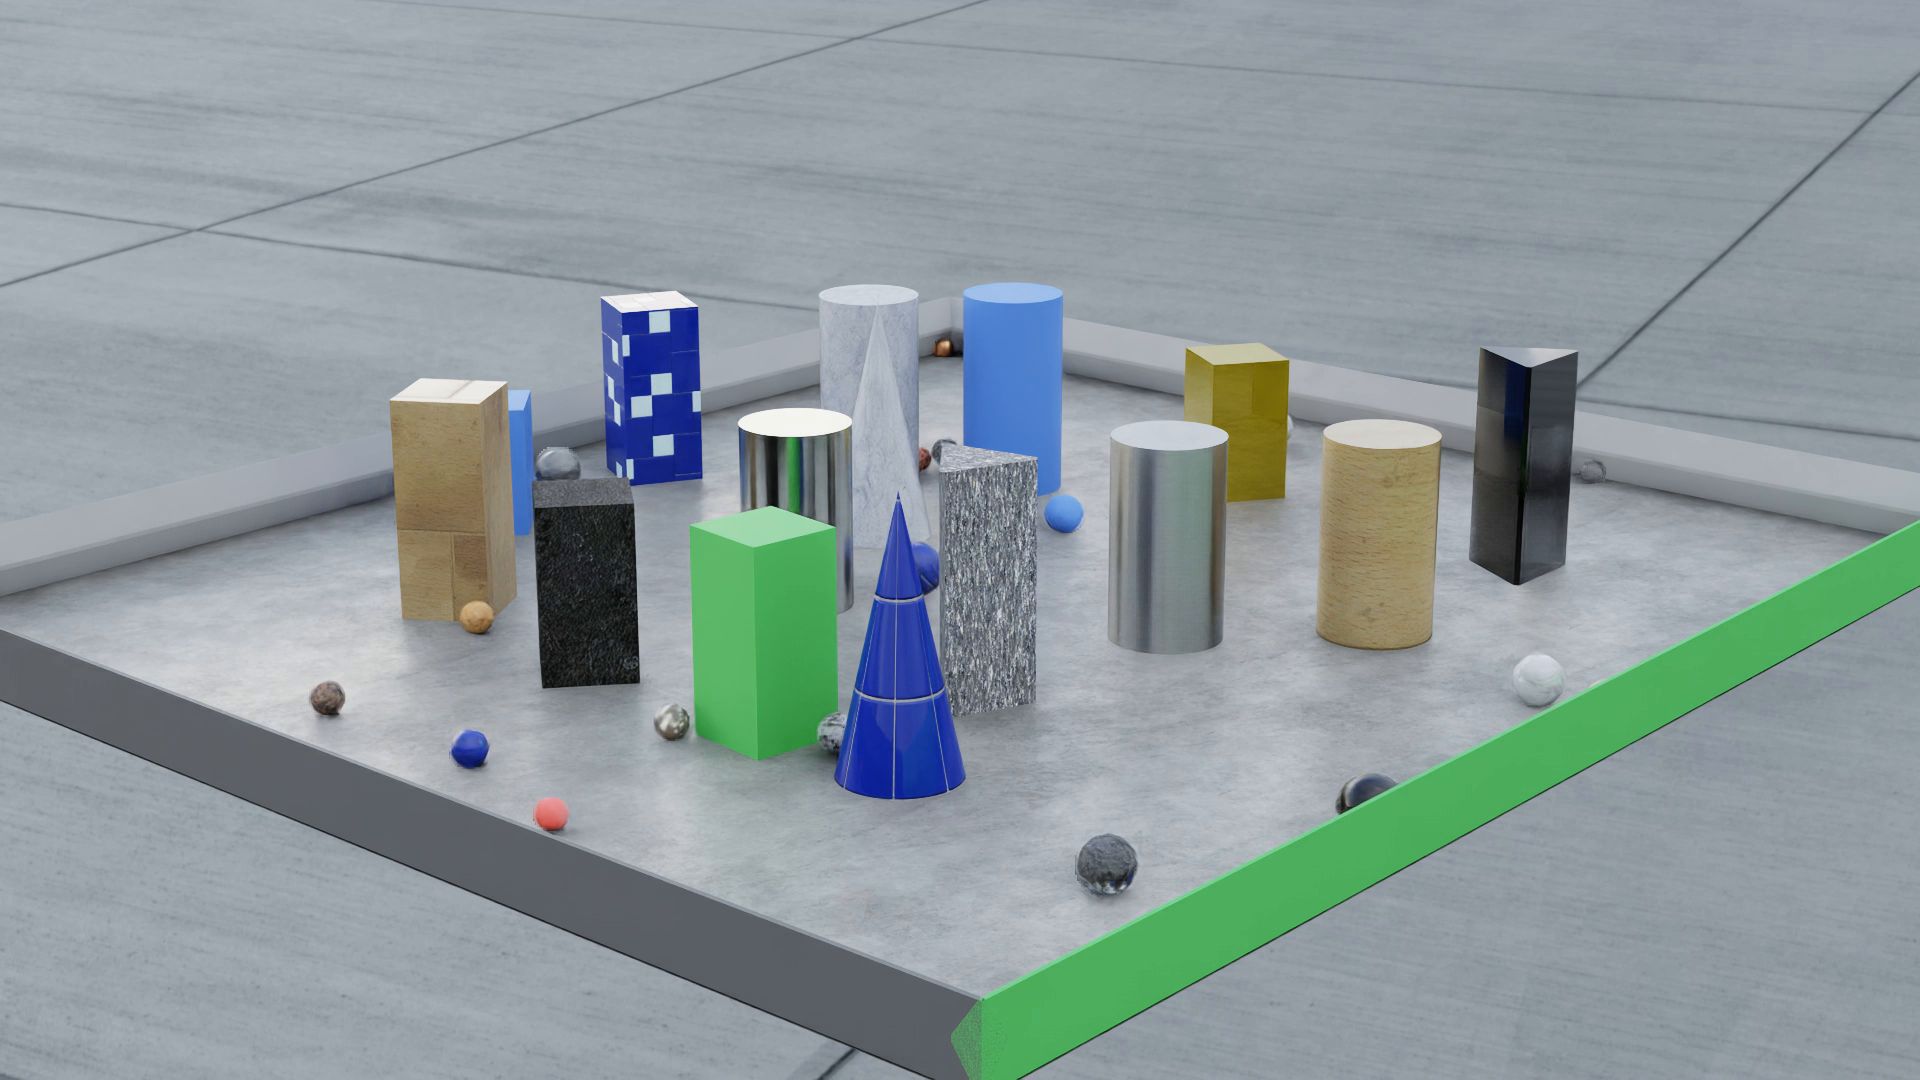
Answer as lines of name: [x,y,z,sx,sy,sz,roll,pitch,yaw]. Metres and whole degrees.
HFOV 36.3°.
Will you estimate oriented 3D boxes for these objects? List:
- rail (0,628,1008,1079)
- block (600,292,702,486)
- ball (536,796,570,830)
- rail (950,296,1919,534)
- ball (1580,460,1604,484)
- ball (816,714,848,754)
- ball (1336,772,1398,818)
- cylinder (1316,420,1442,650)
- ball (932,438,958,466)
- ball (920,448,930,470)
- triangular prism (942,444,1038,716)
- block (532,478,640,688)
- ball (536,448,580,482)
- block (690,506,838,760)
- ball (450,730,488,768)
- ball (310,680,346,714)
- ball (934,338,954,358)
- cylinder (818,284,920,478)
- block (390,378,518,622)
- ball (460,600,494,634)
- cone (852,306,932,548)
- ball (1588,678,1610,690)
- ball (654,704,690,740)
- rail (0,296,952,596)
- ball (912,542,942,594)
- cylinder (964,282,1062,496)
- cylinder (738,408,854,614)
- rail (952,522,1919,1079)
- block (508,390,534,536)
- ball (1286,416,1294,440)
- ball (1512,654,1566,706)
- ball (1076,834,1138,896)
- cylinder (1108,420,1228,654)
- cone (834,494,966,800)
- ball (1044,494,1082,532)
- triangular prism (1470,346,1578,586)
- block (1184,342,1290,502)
rail: [-0.908,0.334,4.119,2.511,0.126,0.045,14,22,39]
block: [-0.614,-0.303,5.844,0.155,0.351,0.155,-7,18,-21]
ball: [-0.570,0.383,4.097,0.047,0.047,0.047,0,17,0]
rail: [0.908,-0.271,6.121,2.511,0.126,0.045,14,22,39]
ball: [1.254,-0.135,5.813,0.047,0.047,0.047,0,17,0]
ball: [-0.184,0.289,4.382,0.061,0.061,0.061,0,17,0]
ball: [0.568,0.370,4.054,0.097,0.097,0.097,0,17,0]
cylinder: [0.696,-0.010,4.883,0.194,0.345,0.194,0,17,0]
ball: [-0.029,-0.177,5.931,0.059,0.059,0.059,0,17,0]
ball: [-0.082,-0.163,5.906,0.047,0.047,0.047,0,17,0]
triangular prism: [0.011,0.057,4.573,0.168,0.395,0.145,-9,19,-27]
block: [-0.600,0.067,4.705,0.155,0.299,0.155,-3,17,-9]
ball: [-0.787,-0.135,5.744,0.088,0.088,0.088,0,17,0]
block: [-0.294,0.138,4.415,0.155,0.331,0.155,-14,22,-40]
ball: [-0.724,0.307,4.330,0.056,0.056,0.056,0,17,0]
ball: [-0.981,0.244,4.546,0.054,0.054,0.054,0,17,0]
ball: [-0.037,-0.449,6.858,0.044,0.044,0.044,0,17,0]
cylinder: [-0.178,-0.293,5.755,0.194,0.383,0.194,0,17,0]
block: [-0.863,-0.068,5.007,0.155,0.384,0.155,3,17,9]
ball: [-0.810,0.129,4.924,0.055,0.055,0.055,0,17,0]
cone: [-0.150,-0.225,5.427,0.194,0.443,0.194,0,17,0]
ball: [0.993,0.248,4.498,0.073,0.073,0.073,0,17,0]
ball: [-0.437,0.275,4.442,0.054,0.054,0.054,0,17,0]
rail: [-0.930,-0.202,5.893,0.045,0.126,2.817,14,22,39]
ball: [-0.073,0.051,5.117,0.093,0.093,0.093,0,17,0]
cylinder: [0.103,-0.295,5.753,0.194,0.387,0.194,0,17,0]
cylinder: [-0.281,-0.046,5.038,0.194,0.323,0.194,0,17,0]
rail: [0.930,0.265,4.347,0.045,0.126,2.817,14,22,39]
block: [-0.887,-0.145,5.512,0.155,0.241,0.155,-1,17,-3]
ball: [0.666,-0.235,6.120,0.062,0.062,0.062,0,17,0]
ball: [0.904,0.219,4.580,0.082,0.082,0.082,0,17,0]
ball: [0.195,0.430,3.881,0.081,0.081,0.081,0,17,0]
cylinder: [0.344,-0.006,4.864,0.194,0.348,0.194,0,17,0]
cone: [-0.088,0.138,4.236,0.194,0.435,0.194,0,17,0]
ball: [0.194,-0.050,5.487,0.072,0.072,0.072,0,17,0]
triangular prism: [0.982,-0.141,5.229,0.145,0.396,0.168,14,22,38]
block: [0.538,-0.230,5.730,0.155,0.276,0.155,-5,17,-15]
